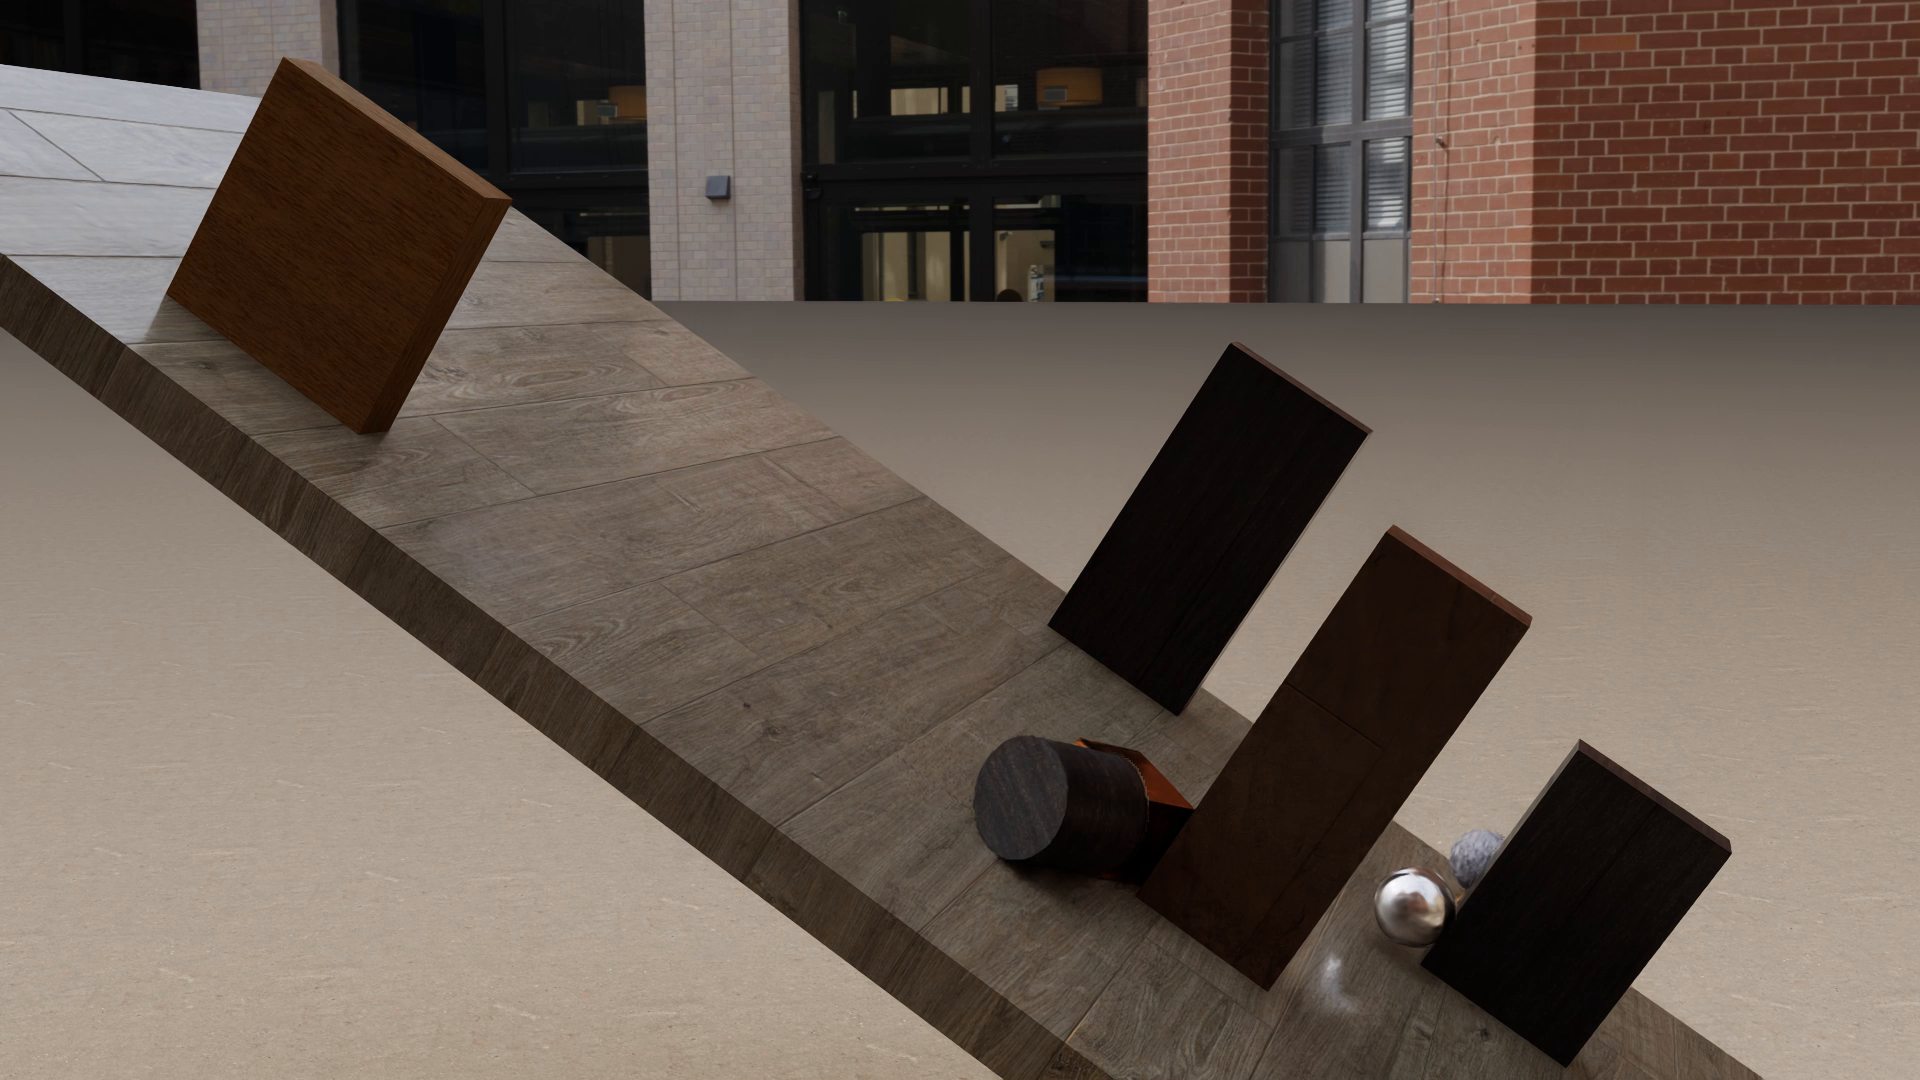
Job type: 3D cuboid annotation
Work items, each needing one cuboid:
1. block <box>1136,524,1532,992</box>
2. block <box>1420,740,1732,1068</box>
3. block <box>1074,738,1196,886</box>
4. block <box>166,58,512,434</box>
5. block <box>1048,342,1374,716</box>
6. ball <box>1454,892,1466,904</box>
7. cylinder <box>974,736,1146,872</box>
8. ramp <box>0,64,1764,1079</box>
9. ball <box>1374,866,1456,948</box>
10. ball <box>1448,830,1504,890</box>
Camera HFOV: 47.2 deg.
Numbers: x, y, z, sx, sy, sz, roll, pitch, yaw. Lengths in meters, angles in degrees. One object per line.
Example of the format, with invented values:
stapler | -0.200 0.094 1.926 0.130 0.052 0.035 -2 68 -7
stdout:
block | 0.600 0.356 3.564 0.263 0.735 0.109 35 15 10
block | 1.135 0.672 4.070 0.321 0.507 0.102 35 15 10
block | 0.253 0.454 3.670 0.162 0.162 0.162 17 21 -45
block | -1.008 -0.474 3.556 0.418 0.444 0.091 35 15 10
block | 0.522 -0.022 4.639 0.339 0.720 0.096 35 15 10
ball | 1.013 0.752 4.324 0.120 0.120 0.120 0 7 0
cylinder | 0.160 0.423 3.514 0.196 0.196 0.196 7 -7 45
ramp | -0.139 0.232 4.105 4.000 0.100 2.000 35 15 10
ball | 0.844 0.681 4.086 0.150 0.150 0.150 0 7 0
ball | 1.021 0.630 4.309 0.125 0.125 0.125 0 7 0
